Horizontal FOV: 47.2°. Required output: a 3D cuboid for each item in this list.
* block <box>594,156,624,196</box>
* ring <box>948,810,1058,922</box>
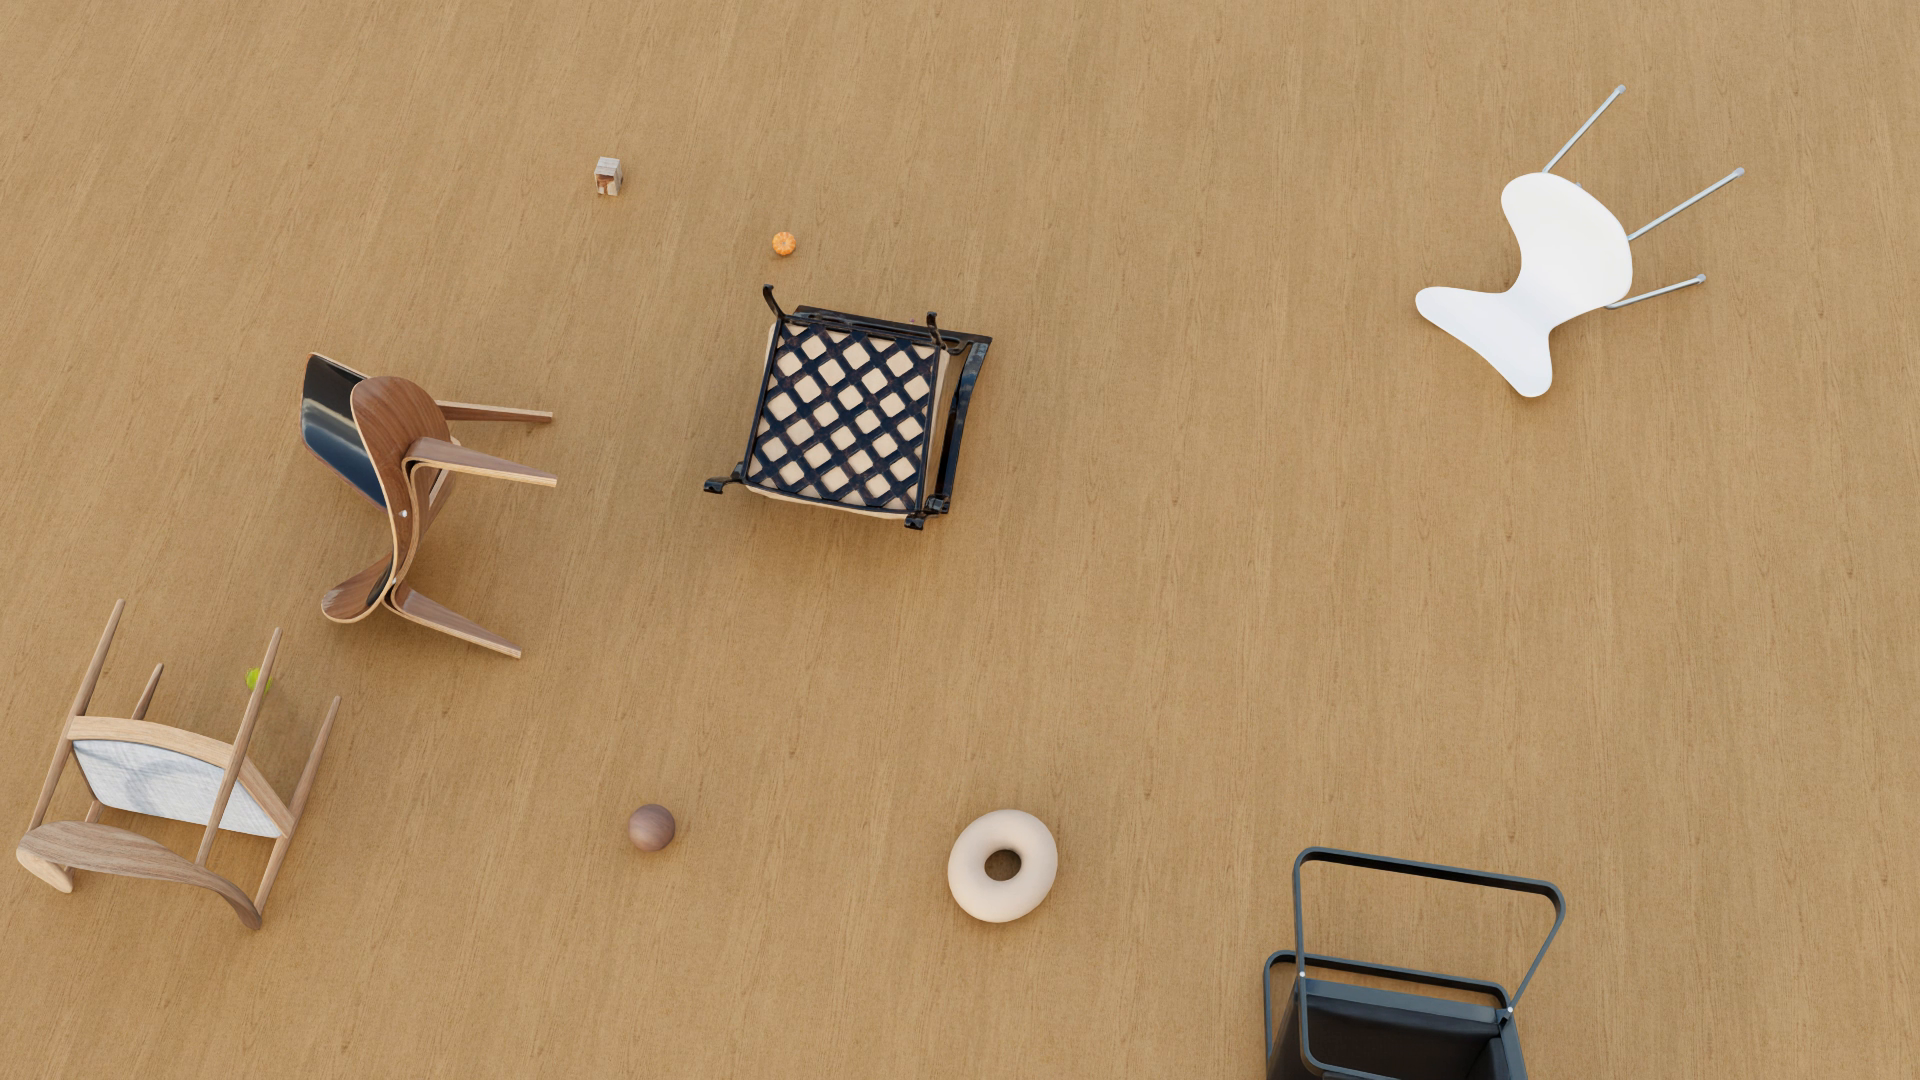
[{"bbox_3d":[-1.171,-1.213,7.330,0.066,0.095,0.075,9,57,6],"label":"block"},{"bbox_3d":[0.115,0.875,5.919,0.288,0.114,0.333,22,58,15],"label":"ring"}]
